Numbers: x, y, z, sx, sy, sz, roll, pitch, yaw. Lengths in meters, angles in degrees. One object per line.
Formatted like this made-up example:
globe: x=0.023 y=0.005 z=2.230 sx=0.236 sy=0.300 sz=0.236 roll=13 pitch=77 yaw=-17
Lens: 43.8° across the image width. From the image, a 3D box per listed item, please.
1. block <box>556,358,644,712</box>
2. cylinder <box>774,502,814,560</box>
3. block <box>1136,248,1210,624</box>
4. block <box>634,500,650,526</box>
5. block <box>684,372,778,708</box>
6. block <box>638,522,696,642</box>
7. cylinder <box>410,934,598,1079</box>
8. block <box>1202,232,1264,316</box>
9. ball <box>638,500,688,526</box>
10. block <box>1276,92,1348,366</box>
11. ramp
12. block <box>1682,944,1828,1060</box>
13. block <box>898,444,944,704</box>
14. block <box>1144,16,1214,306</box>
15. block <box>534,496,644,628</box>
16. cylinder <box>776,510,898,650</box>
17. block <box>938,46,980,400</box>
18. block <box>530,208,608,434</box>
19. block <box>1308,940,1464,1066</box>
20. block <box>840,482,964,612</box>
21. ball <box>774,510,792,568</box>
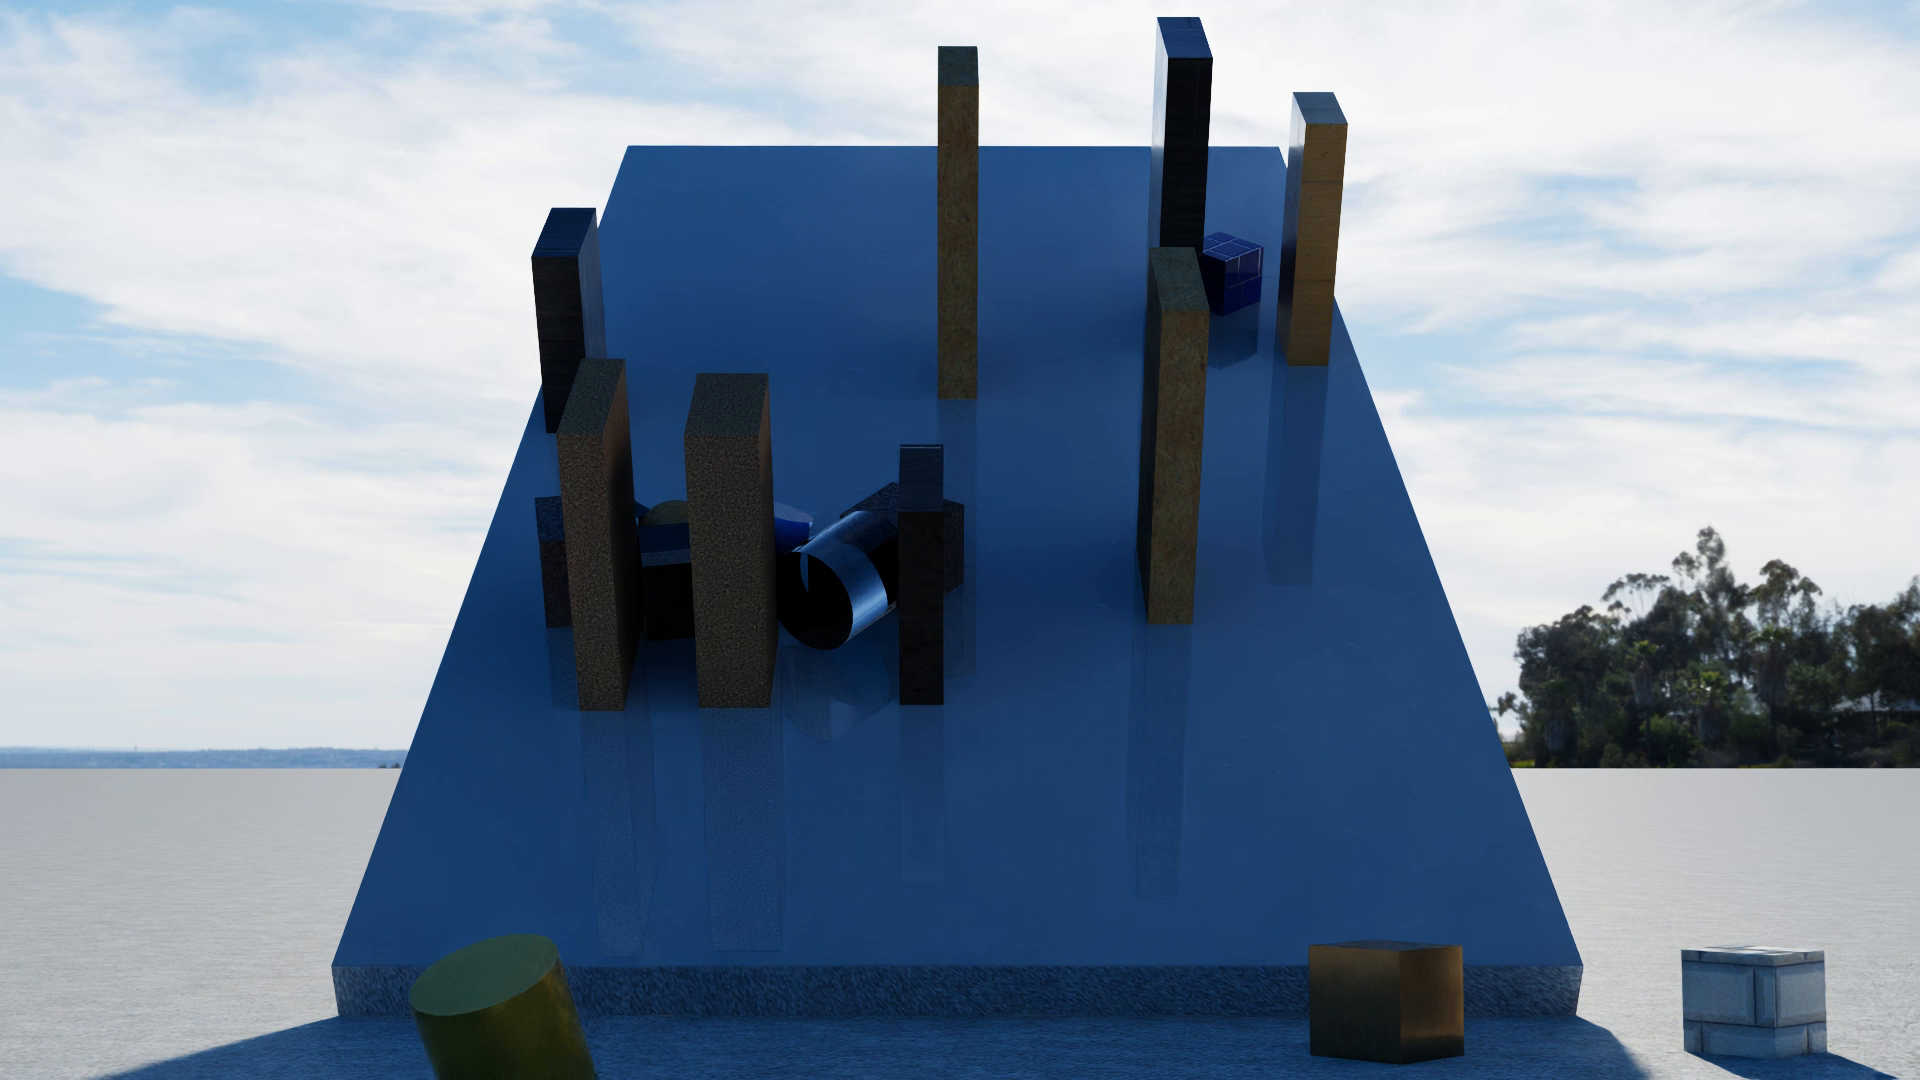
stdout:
block: x=-0.672 y=-0.010 z=4.488 sx=0.082 sy=0.575 sz=0.329 roll=0 pitch=28 yaw=0
cylinder: x=-0.381 y=0.008 z=4.776 sx=0.143 sy=0.143 sz=0.143 roll=16 pitch=11 yaw=-3
block: x=0.420 y=-0.206 z=4.754 sx=0.090 sy=0.676 sz=0.324 roll=0 pitch=28 yaw=0
block: x=-0.713 y=-0.013 z=4.984 sx=0.110 sy=0.110 sz=0.110 roll=-23 pitch=36 yaw=-36
block: x=-0.424 y=0.002 z=4.474 sx=0.132 sy=0.568 sz=0.269 roll=0 pitch=28 yaw=0
block: x=-0.548 y=0.080 z=4.752 sx=0.168 sy=0.168 sz=0.168 roll=-5 pitch=29 yaw=-10
cylinder: x=-0.491 y=0.539 z=2.580 sx=0.163 sy=0.163 sz=0.163 roll=-12 pitch=19 yaw=4
block: x=0.679 y=-0.693 z=6.217 sx=0.151 sy=0.151 sz=0.151 roll=-25 pitch=37 yaw=-38
ball: x=-0.581 y=0.002 z=4.897 sx=0.168 sy=0.168 sz=0.168 roll=0 pitch=-5 yaw=0
block: x=0.858 y=-0.760 z=5.847 sx=0.100 sy=0.619 sz=0.243 roll=0 pitch=28 yaw=0
ramp: x=-0.012 y=-0.221 z=5.599 sx=2.000 sy=0.100 sz=4.000 roll=0 pitch=28 yaw=0
block: x=1.127 y=0.653 z=3.391 sx=0.142 sy=0.142 sz=0.142 roll=5 pitch=-7 yaw=-42
block: x=-0.072 y=0.064 z=4.528 sx=0.082 sy=0.410 sz=0.279 roll=0 pitch=28 yaw=0
block: x=0.537 y=-0.872 z=5.907 sx=0.106 sy=0.759 sz=0.344 roll=0 pitch=28 yaw=0
block: x=-0.746 y=0.036 z=4.804 sx=0.194 sy=0.194 sz=0.194 roll=-5 pitch=29 yaw=-10
cylinder: x=-0.231 y=0.079 z=4.712 sx=0.210 sy=0.210 sz=0.210 roll=-4 pitch=20 yaw=40
block: x=-0.006 y=-0.748 z=5.659 sx=0.094 sy=0.772 sz=0.304 roll=0 pitch=28 yaw=0
block: x=-0.907 y=-0.515 z=5.573 sx=0.105 sy=0.436 sz=0.316 roll=0 pitch=28 yaw=0
block: x=0.597 y=0.644 z=3.342 sx=0.152 sy=0.152 sz=0.152 roll=5 pitch=-7 yaw=-44
block: x=-0.117 y=0.018 z=4.858 sx=0.179 sy=0.179 sz=0.179 roll=18 pitch=33 yaw=30
ball: x=-0.423 y=-0.001 z=4.920 sx=0.151 sy=0.151 sz=0.151 roll=0 pitch=-5 yaw=0
